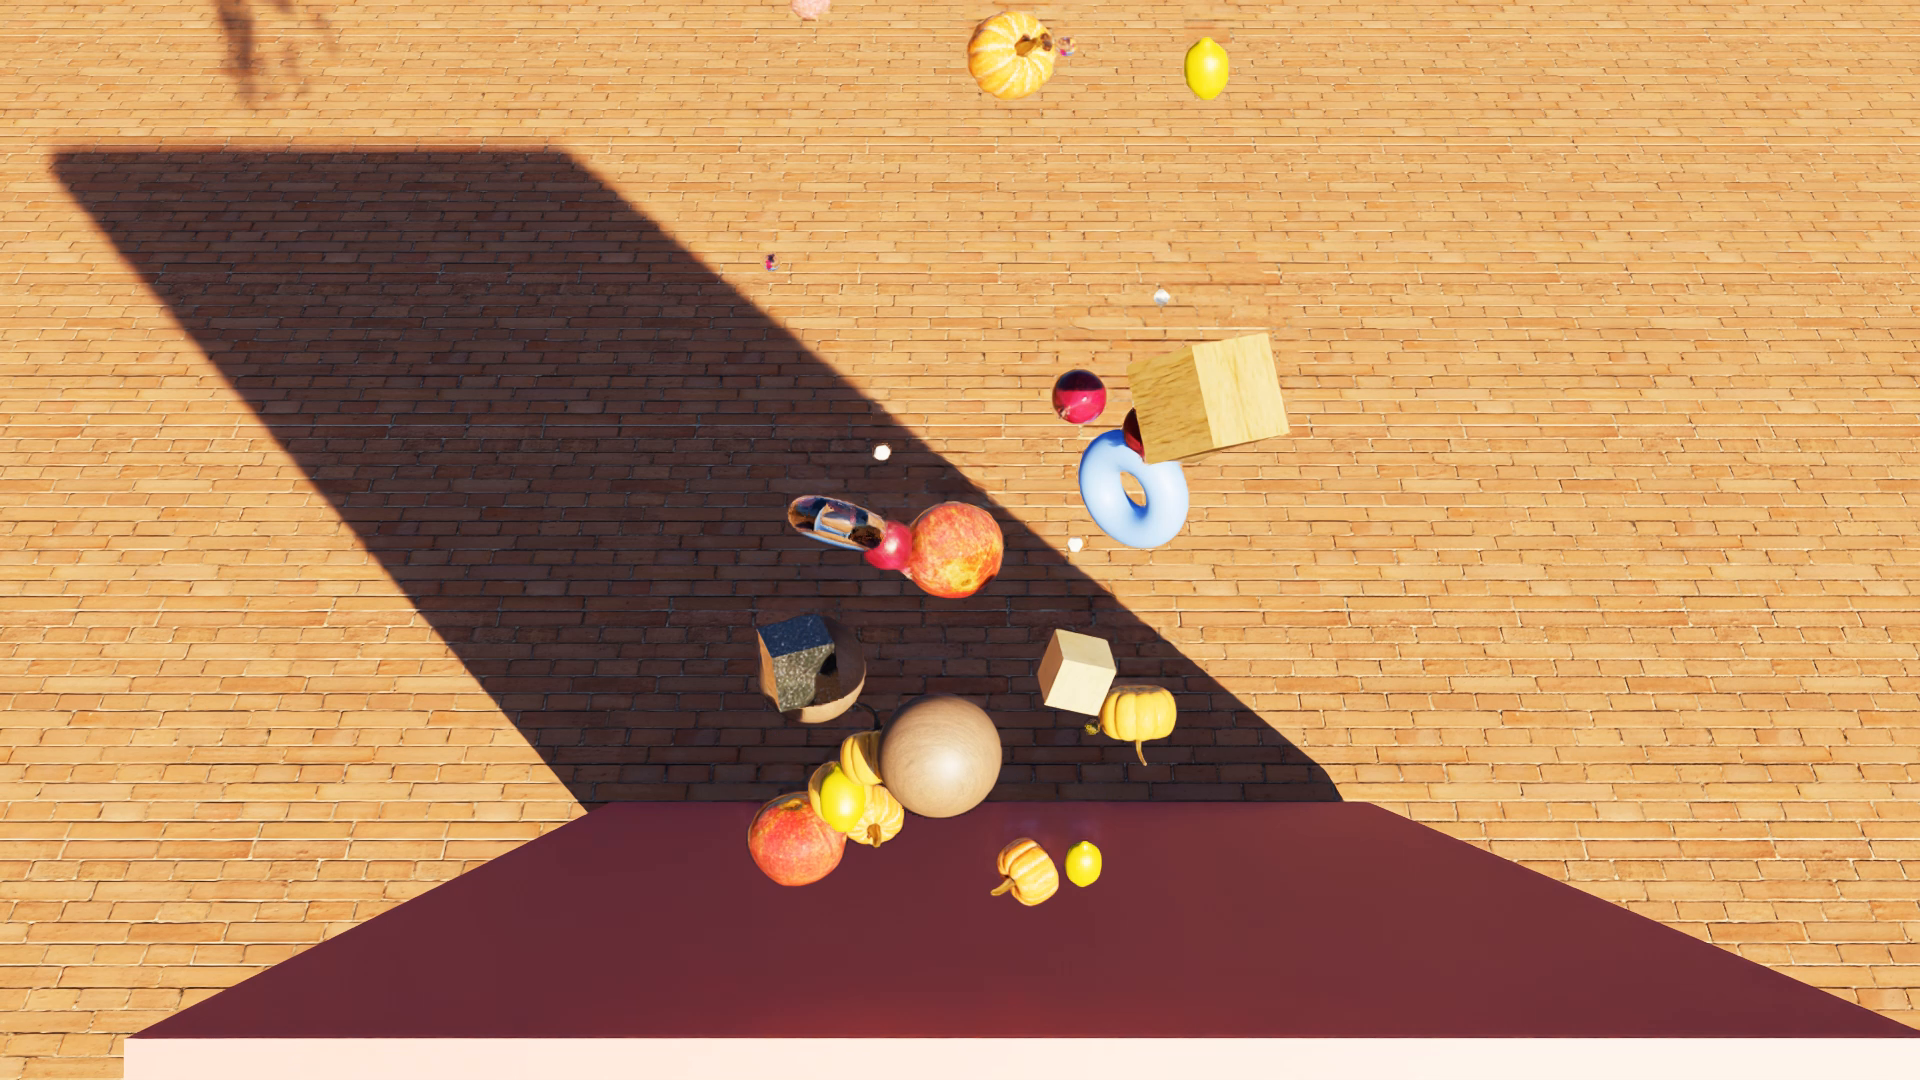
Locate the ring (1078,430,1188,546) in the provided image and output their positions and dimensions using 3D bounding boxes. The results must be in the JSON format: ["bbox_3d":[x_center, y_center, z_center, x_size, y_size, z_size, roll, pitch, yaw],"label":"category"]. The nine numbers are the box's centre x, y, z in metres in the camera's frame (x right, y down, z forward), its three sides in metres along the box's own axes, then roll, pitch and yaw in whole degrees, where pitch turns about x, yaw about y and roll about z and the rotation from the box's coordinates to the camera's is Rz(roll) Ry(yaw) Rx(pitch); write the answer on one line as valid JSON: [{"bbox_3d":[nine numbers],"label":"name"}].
[{"bbox_3d":[0.191,-0.057,2.865,0.140,0.140,0.047,26,40,31],"label":"ring"}]

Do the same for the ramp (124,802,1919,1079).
[{"bbox_3d":[0.078,0.671,4.862,2.000,0.100,4.000,0,-2,0],"label":"ramp"}]

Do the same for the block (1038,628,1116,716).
[{"bbox_3d":[0.126,0.143,2.821,0.061,0.061,0.061,13,29,-15],"label":"block"}]

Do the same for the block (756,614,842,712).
[{"bbox_3d":[-0.179,0.137,2.901,0.071,0.071,0.071,-14,30,-12],"label":"block"}]

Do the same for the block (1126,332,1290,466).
[{"bbox_3d":[0.231,-0.131,2.428,0.096,0.096,0.096,-12,-1,-36],"label":"block"}]

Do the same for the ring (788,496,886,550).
[{"bbox_3d":[-0.135,-0.019,2.866,0.111,0.111,0.037,12,79,17],"label":"ring"}]

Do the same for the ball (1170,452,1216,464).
[{"bbox_3d":[0.235,-0.127,2.712,0.095,0.095,0.095,0,36,0],"label":"ball"}]
